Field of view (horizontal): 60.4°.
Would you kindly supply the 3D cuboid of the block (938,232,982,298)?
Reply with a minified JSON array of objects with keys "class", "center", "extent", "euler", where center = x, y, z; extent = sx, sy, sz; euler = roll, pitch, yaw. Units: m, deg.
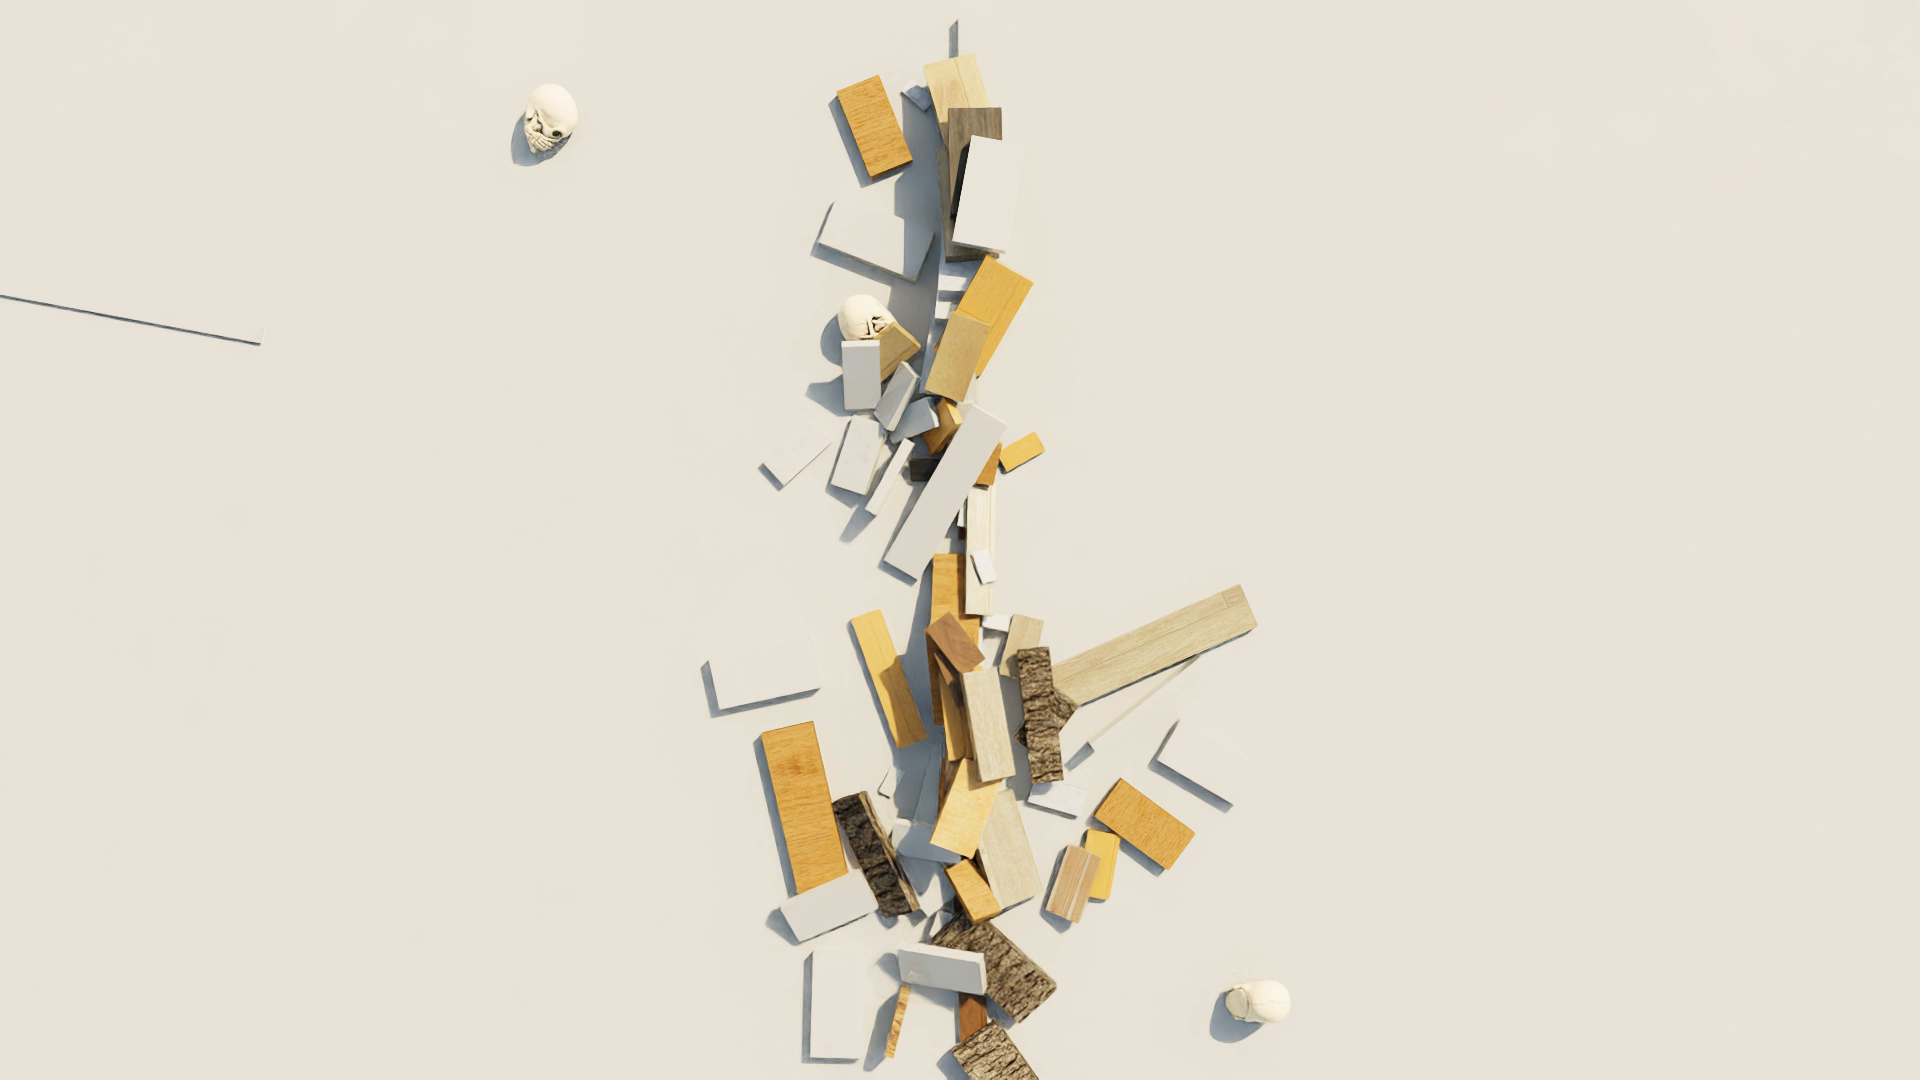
[{"class":"block","center":[0.025,-0.951,5.356],"extent":[0.173,0.049,0.346],"euler":[3,71,0]}]

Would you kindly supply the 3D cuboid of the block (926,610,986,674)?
[{"class":"block","center":[-0.014,0.332,5.256],"extent":[0.095,0.027,0.191],"euler":[-37,80,-6]}]

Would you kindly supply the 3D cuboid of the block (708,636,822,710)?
[{"class":"block","center":[-0.644,0.439,5.476],"extent":[0.345,0.049,0.172],"euler":[-12,90,0]}]

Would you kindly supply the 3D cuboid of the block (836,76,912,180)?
[{"class":"block","center":[-0.283,-1.372,5.479],"extent":[0.152,0.043,0.303],"euler":[-22,90,0]}]

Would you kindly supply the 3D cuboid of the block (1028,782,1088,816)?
[{"class":"block","center":[0.325,0.850,5.487],"extent":[0.181,0.026,0.090],"euler":[16,90,0]}]

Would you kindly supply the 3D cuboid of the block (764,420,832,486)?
[{"class":"block","center":[-0.541,-0.292,5.485],"extent":[0.212,0.030,0.106],"euler":[-42,90,0]}]

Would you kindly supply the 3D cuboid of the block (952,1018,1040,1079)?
[{"class":"block","center":[0.148,1.782,5.460],"extent":[0.176,0.050,0.353],"euler":[-35,95,0]}]

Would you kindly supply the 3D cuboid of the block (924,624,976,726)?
[{"class":"block","center":[-0.020,0.435,5.343],"extent":[0.158,0.045,0.316],"euler":[-6,87,0]}]

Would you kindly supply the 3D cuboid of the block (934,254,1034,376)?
[{"class":"block","center":[0.075,-0.717,5.266],"extent":[0.173,0.049,0.346],"euler":[28,108,-7]}]

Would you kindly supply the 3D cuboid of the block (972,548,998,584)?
[{"class":"block","center":[0.079,0.087,5.399],"extent":[0.054,0.015,0.108],"euler":[-17,83,-17]}]

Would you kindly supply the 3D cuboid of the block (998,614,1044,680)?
[{"class":"block","center":[0.205,0.356,5.462],"extent":[0.103,0.029,0.206],"euler":[14,81,7]}]

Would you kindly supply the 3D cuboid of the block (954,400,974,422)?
[{"class":"block","center":[0.002,-0.365,5.441],"extent":[0.094,0.027,0.189],"euler":[-3,114,-1]}]

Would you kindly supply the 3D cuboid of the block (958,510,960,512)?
[{"class":"block","center":[0.012,-0.130,5.493],"extent":[0.047,0.013,0.094],"euler":[12,90,0]}]

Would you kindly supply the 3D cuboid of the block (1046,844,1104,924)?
[{"class":"block","center":[0.379,1.136,5.458],"extent":[0.117,0.033,0.233],"euler":[20,94,20]}]

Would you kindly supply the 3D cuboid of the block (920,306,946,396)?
[{"class":"block","center":[-0.039,-0.610,5.372],"extent":[0.142,0.040,0.284],"euler":[9,85,2]}]

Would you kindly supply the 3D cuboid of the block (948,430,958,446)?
[{"class":"block","center":[0.009,-0.282,5.449],"extent":[0.094,0.027,0.189],"euler":[-4,114,-1]}]

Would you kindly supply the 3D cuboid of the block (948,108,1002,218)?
[{"class":"block","center":[0.051,-1.207,5.277],"extent":[0.172,0.049,0.344],"euler":[-1,87,-2]}]

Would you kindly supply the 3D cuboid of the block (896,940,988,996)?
[{"class":"block","center":[-0.059,1.401,5.402],"extent":[0.286,0.041,0.143],"euler":[5,121,19]}]

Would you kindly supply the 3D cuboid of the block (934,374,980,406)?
[{"class":"block","center":[-0.015,-0.498,5.446],"extent":[0.142,0.040,0.284],"euler":[-7,103,1]}]

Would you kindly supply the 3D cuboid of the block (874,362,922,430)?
[{"class":"block","center":[-0.206,-0.472,5.408],"extent":[0.029,0.102,0.204],"euler":[11,117,-39]}]

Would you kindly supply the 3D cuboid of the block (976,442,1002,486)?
[{"class":"block","center":[0.087,-0.254,5.411],"extent":[0.073,0.021,0.147],"euler":[9,113,-9]}]

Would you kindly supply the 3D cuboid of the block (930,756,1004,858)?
[{"class":"block","center":[0.022,0.848,5.234],"extent":[0.144,0.041,0.287],"euler":[22,88,-6]}]

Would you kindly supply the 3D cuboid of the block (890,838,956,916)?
[{"class":"block","center":[-0.137,1.094,5.465],"extent":[0.139,0.039,0.277],"euler":[-40,84,0]}]

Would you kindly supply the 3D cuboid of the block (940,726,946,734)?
[{"class":"block","center":[0.001,0.497,5.442],"extent":[0.140,0.040,0.281],"euler":[-2,74,0]}]

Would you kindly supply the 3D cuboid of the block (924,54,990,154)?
[{"class":"block","center":[0.007,-1.409,5.378],"extent":[0.174,0.049,0.347],"euler":[-15,73,-3]}]

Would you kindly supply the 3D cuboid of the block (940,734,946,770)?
[{"class":"block","center":[0.009,0.773,5.384],"extent":[0.140,0.040,0.281],"euler":[-1,78,-4]}]

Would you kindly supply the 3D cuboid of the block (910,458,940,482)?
[{"class":"block","center":[-0.092,-0.230,5.459],"extent":[0.147,0.021,0.073],"euler":[2,115,14]}]

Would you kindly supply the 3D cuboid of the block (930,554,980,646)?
[{"class":"block","center":[-0.013,0.205,5.435],"extent":[0.158,0.045,0.316],"euler":[2,74,1]}]

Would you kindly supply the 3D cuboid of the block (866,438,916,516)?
[{"class":"block","center":[-0.228,-0.207,5.434],"extent":[0.037,0.132,0.264],"euler":[29,90,0]}]

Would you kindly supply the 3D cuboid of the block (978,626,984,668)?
[{"class":"block","center":[-0.002,0.408,5.424],"extent":[0.158,0.045,0.316],"euler":[-2,74,0]}]

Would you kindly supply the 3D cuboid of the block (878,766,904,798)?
[{"class":"block","center":[-0.228,0.805,5.493],"extent":[0.047,0.013,0.094],"euler":[28,90,0]}]

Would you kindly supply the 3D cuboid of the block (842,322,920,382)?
[{"class":"block","center":[-0.259,-0.600,5.409],"extent":[0.242,0.034,0.121],"euler":[-38,122,23]}]

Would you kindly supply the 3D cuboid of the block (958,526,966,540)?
[{"class":"block","center":[0.019,-0.047,5.481],"extent":[0.047,0.013,0.094],"euler":[4,93,-14]}]

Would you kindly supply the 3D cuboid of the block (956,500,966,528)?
[{"class":"block","center":[0.020,-0.088,5.463],"extent":[0.047,0.013,0.094],"euler":[12,76,-12]}]

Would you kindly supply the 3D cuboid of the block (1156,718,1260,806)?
[{"class":"block","center":[0.823,0.739,5.478],"extent":[0.305,0.043,0.153],"euler":[30,90,0]}]

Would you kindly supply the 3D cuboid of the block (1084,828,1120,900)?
[{"class":"block","center":[0.461,1.077,5.485],"extent":[0.108,0.031,0.217],"euler":[10,90,0]}]

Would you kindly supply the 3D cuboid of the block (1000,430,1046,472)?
[{"class":"block","center":[0.203,-0.295,5.490],"extent":[0.147,0.021,0.073],"euler":[-29,90,0]}]

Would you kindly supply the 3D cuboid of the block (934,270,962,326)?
[{"class":"block","center":[0.018,-0.862,5.377],"extent":[0.173,0.049,0.346],"euler":[4,71,1]}]
